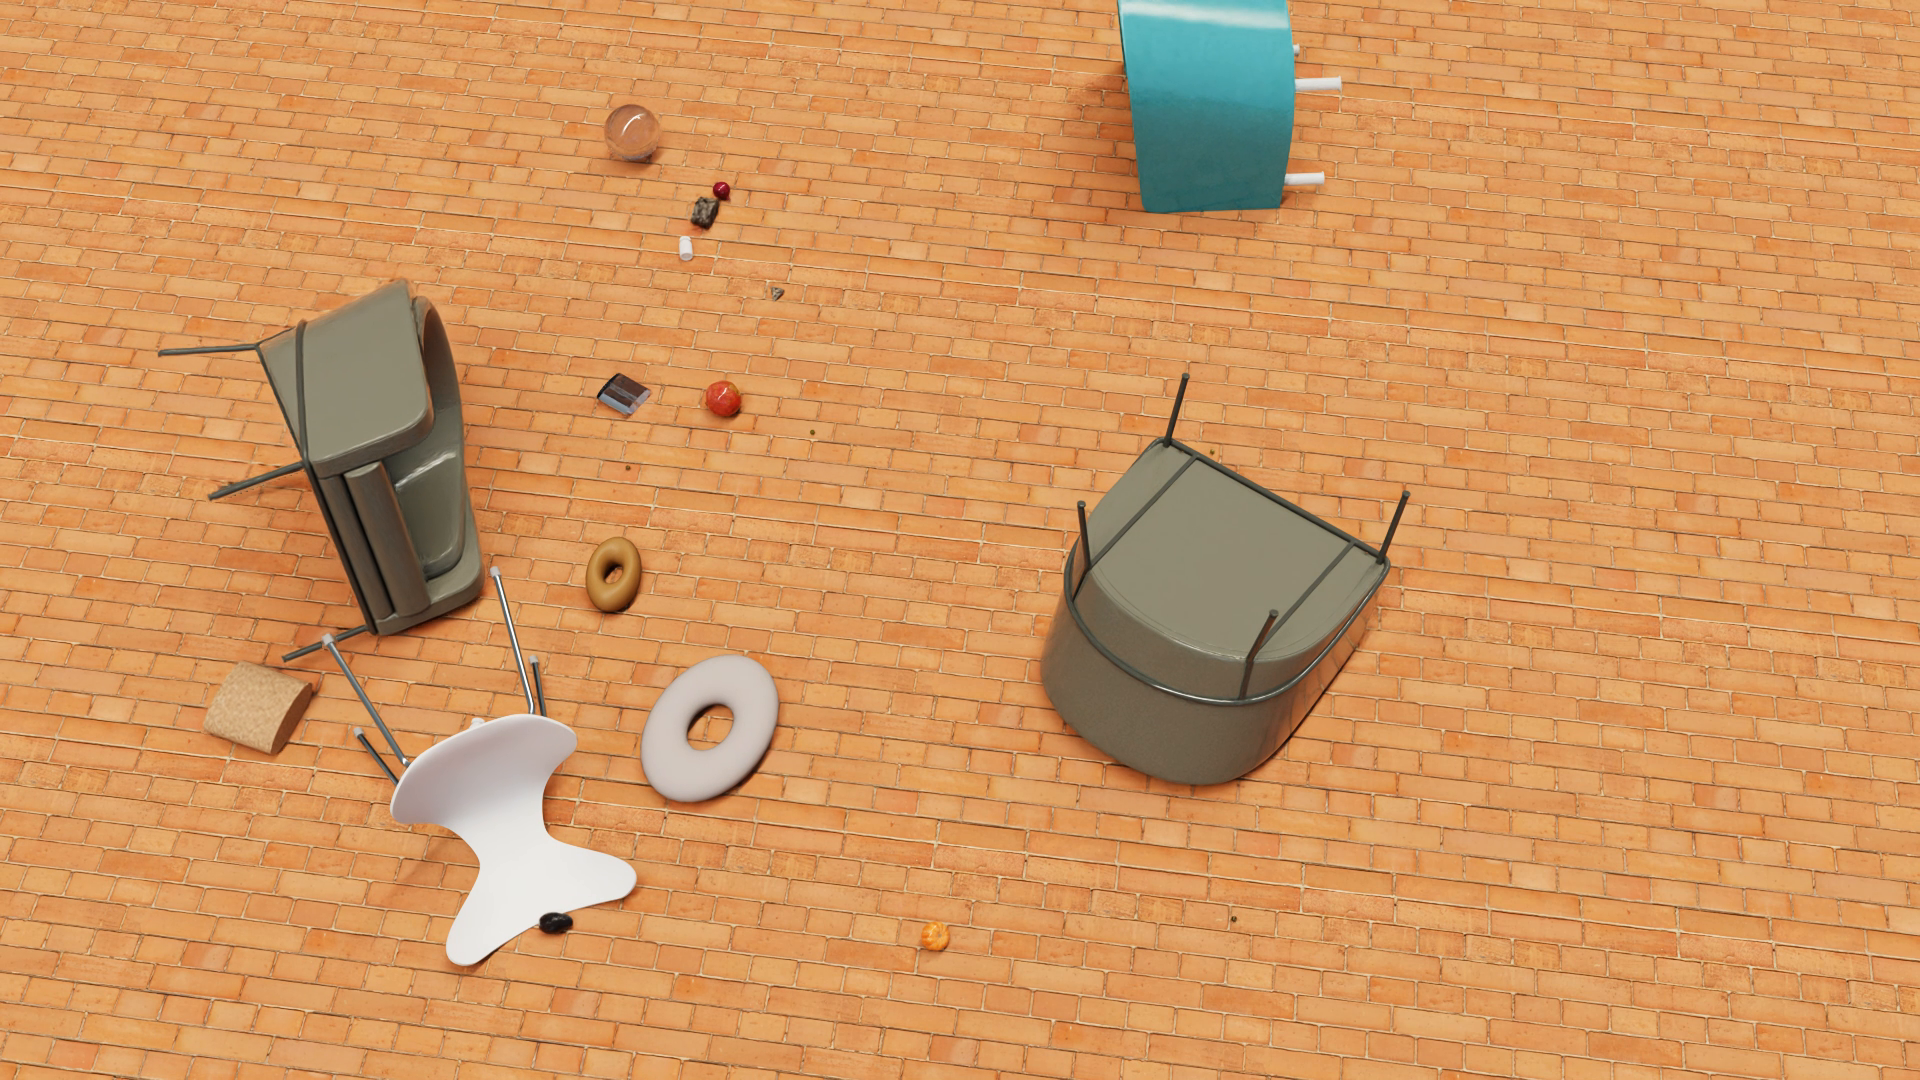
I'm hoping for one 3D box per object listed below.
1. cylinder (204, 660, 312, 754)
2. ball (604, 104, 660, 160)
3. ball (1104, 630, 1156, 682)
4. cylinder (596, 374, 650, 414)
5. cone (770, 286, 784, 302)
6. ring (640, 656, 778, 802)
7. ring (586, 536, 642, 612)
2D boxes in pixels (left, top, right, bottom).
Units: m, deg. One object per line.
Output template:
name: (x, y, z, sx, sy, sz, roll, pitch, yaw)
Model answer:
cylinder: (-1.979, 0.470, 6.201, 0.217, 0.094, 0.235, 17, 62, 11)
ball: (-1.101, -1.370, 7.381, 0.186, 0.186, 0.186, 0, 56, 0)
ball: (0.483, 0.331, 6.262, 0.150, 0.150, 0.150, 0, 56, 0)
cylinder: (-1.048, -0.454, 6.851, 0.118, 0.046, 0.121, 27, 57, 23)
cone: (-0.595, -0.787, 7.093, 0.049, 0.034, 0.049, 13, 76, 6)
ring: (-0.701, 0.525, 6.168, 0.354, 0.092, 0.490, 21, 58, 14)
ring: (-1.016, 0.100, 6.455, 0.161, 0.088, 0.249, 3, 55, 4)
